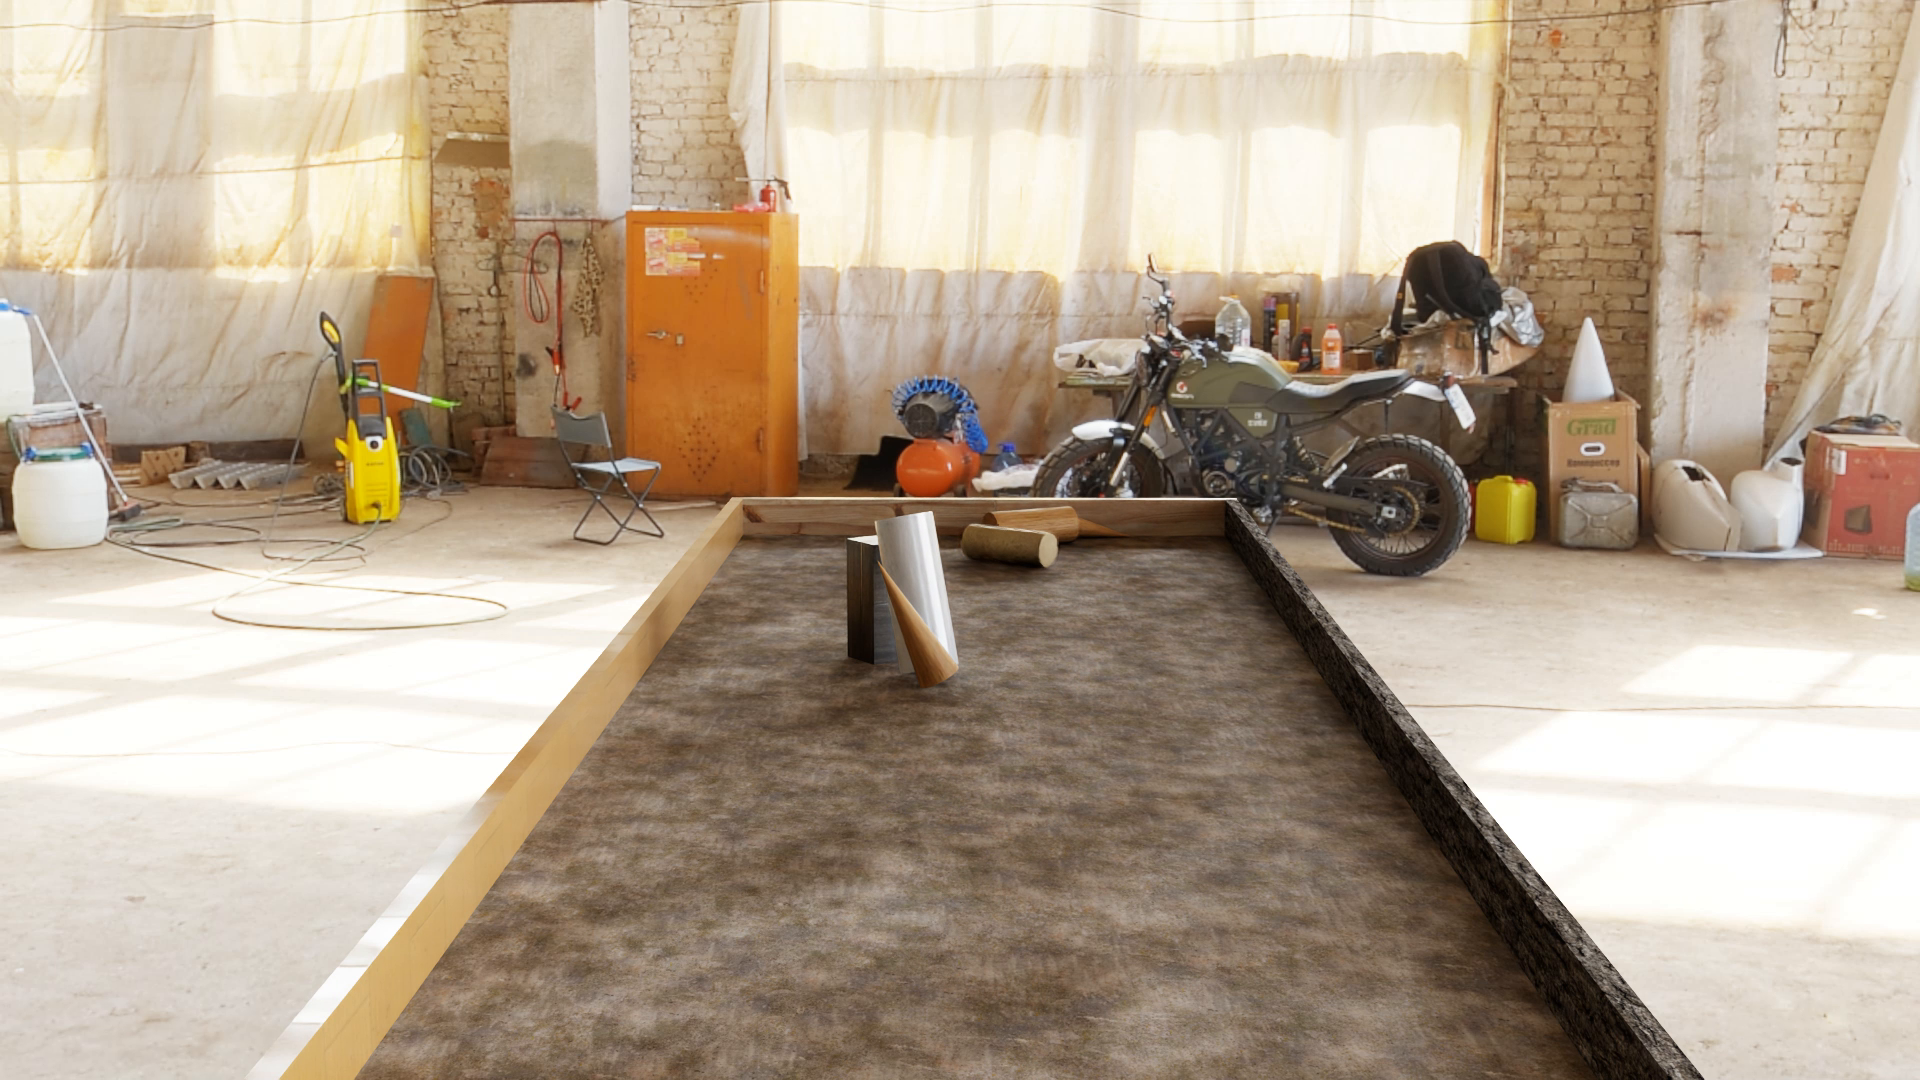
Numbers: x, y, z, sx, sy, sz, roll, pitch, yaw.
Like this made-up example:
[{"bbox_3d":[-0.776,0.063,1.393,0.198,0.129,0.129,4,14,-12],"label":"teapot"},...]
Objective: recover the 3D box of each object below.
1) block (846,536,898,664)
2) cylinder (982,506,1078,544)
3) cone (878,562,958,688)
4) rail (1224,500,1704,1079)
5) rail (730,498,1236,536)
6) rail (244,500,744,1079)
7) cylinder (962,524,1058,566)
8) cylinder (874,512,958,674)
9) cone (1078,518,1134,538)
[{"bbox_3d":[-0.241,0.179,6.707,0.149,0.366,0.149,-6,11,-35],"label":"block"},{"bbox_3d":[0.284,-0.050,8.857,0.365,0.147,0.147,-4,10,-26],"label":"cylinder"},{"bbox_3d":[-0.148,0.225,6.297,0.126,0.390,0.126,-26,12,6],"label":"cone"},{"bbox_3d":[1.046,0.843,3.208,0.050,0.150,12.000,0,9,1],"label":"rail"},{"bbox_3d":[0.099,-0.098,9.147,2.100,0.150,0.050,0,9,1],"label":"rail"},{"bbox_3d":[-1.004,0.839,3.234,0.050,0.150,12.000,0,9,1],"label":"rail"},{"bbox_3d":[0.189,0.022,8.461,0.360,0.129,0.129,6,11,35],"label":"cylinder"},{"bbox_3d":[-0.128,0.155,6.486,0.175,0.455,0.175,-10,-1,0],"label":"cylinder"},{"bbox_3d":[0.548,-0.040,9.065,0.357,0.125,0.125,10,9,-2],"label":"cone"}]
